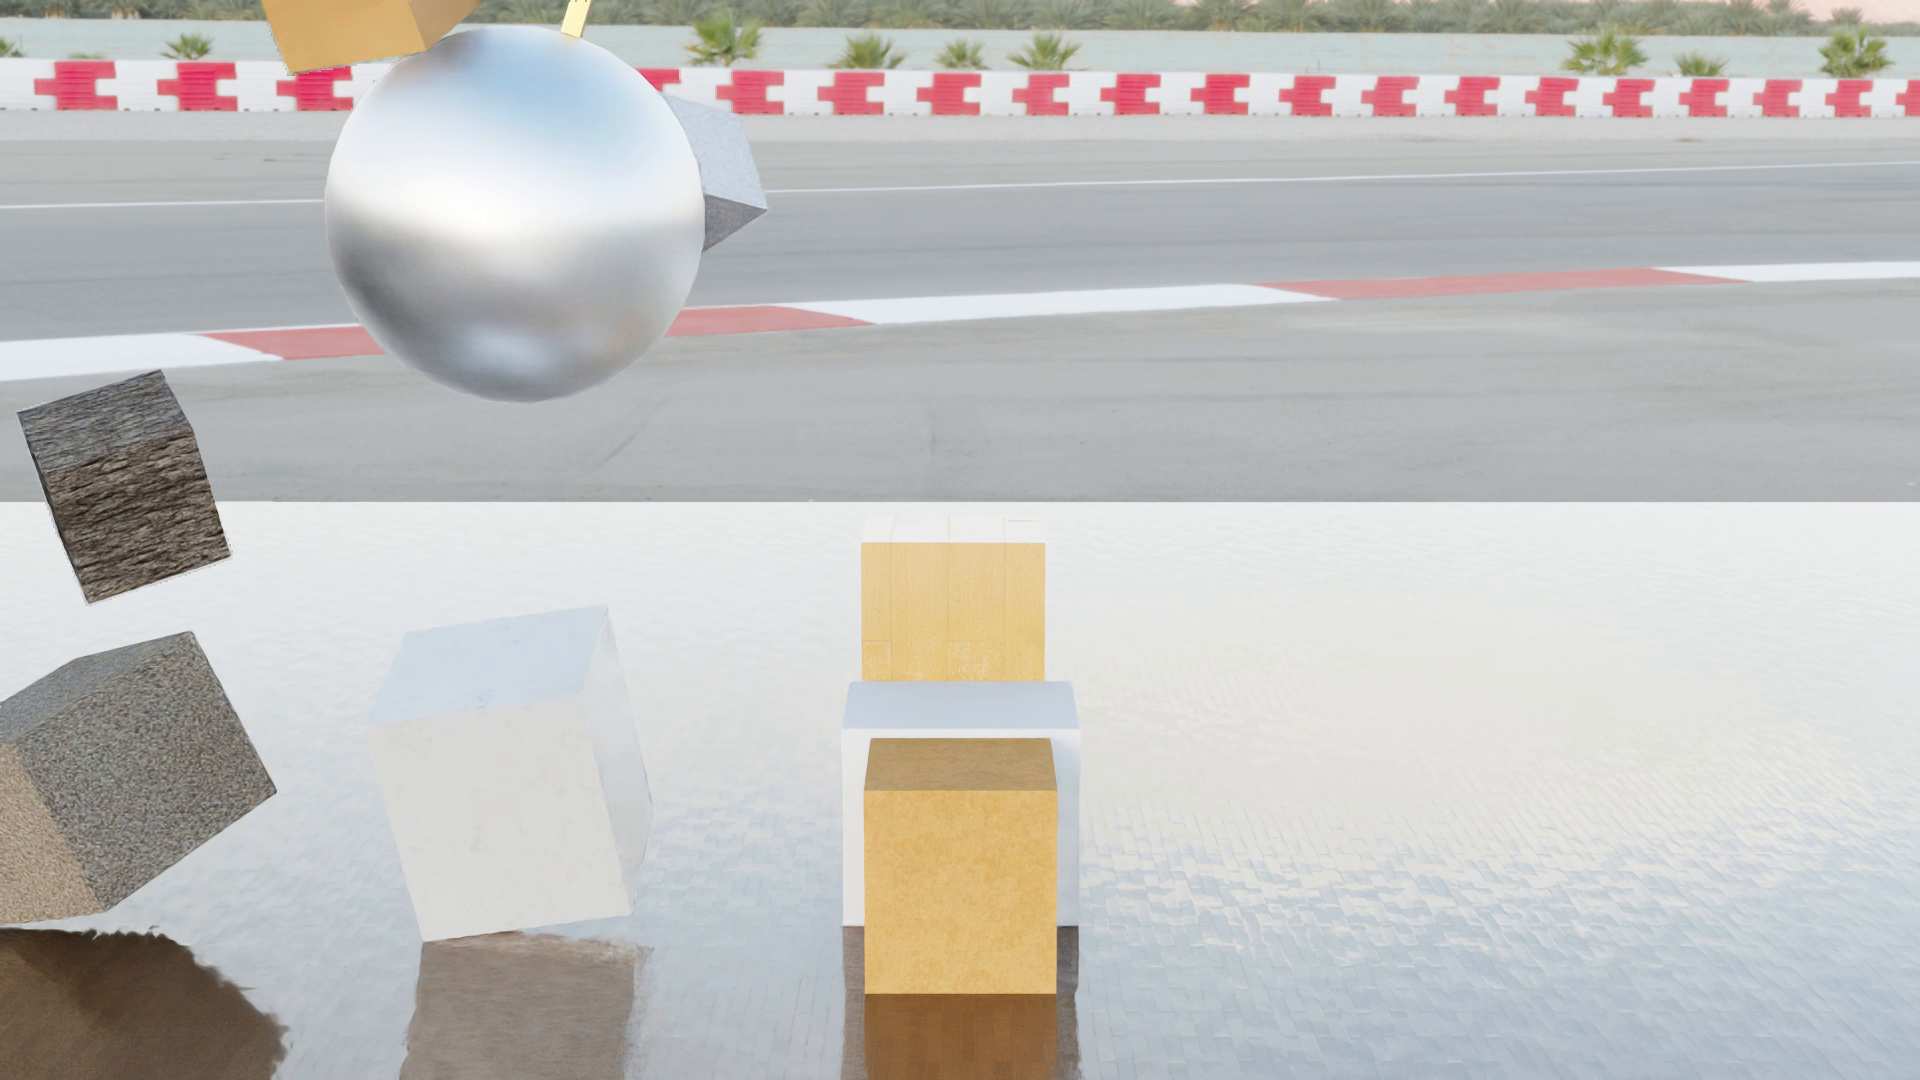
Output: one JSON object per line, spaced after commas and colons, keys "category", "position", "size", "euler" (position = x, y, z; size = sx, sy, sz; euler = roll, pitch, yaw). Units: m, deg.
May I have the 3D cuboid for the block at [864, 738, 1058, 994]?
{"category": "block", "position": [0.002, 1.284, 10.237], "size": [0.740, 0.811, 0.792], "euler": [0, 10, 0]}

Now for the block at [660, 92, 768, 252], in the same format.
{"category": "block", "position": [-1.346, -1.688, 12.007], "size": [0.551, 0.511, 0.572], "euler": [-28, -19, 31]}

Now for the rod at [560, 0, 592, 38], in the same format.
{"category": "rod", "position": [-0.817, -4.555, 10.352], "size": [0.080, 5.200, 0.080], "euler": [18, 10, -3]}

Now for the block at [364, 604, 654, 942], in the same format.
{"category": "block", "position": [-1.844, 0.957, 10.673], "size": [0.873, 1.010, 0.854], "euler": [-8, 24, 3]}

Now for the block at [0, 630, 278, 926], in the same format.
{"category": "block", "position": [-3.614, 0.993, 10.645], "size": [0.913, 0.776, 0.943], "euler": [-12, 18, 40]}

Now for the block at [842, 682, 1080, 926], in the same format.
{"category": "block", "position": [0.004, 1.119, 11.049], "size": [0.982, 0.846, 0.846], "euler": [0, 10, 0]}

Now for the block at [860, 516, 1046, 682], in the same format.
{"category": "block", "position": [-0.027, 0.314, 11.690], "size": [0.812, 0.744, 0.692], "euler": [0, 10, 0]}

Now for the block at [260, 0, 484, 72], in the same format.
{"category": "block", "position": [-2.501, -2.412, 10.730], "size": [0.672, 0.644, 0.591], "euler": [-4, 31, 21]}

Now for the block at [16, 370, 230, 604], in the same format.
{"category": "block", "position": [-3.528, -0.232, 10.832], "size": [0.610, 0.641, 0.598], "euler": [-20, 36, -20]}

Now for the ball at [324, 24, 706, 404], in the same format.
{"category": "ball", "position": [-1.886, -1.380, 10.929], "size": [1.600, 1.600, 1.600], "euler": [0, 10, 0]}
